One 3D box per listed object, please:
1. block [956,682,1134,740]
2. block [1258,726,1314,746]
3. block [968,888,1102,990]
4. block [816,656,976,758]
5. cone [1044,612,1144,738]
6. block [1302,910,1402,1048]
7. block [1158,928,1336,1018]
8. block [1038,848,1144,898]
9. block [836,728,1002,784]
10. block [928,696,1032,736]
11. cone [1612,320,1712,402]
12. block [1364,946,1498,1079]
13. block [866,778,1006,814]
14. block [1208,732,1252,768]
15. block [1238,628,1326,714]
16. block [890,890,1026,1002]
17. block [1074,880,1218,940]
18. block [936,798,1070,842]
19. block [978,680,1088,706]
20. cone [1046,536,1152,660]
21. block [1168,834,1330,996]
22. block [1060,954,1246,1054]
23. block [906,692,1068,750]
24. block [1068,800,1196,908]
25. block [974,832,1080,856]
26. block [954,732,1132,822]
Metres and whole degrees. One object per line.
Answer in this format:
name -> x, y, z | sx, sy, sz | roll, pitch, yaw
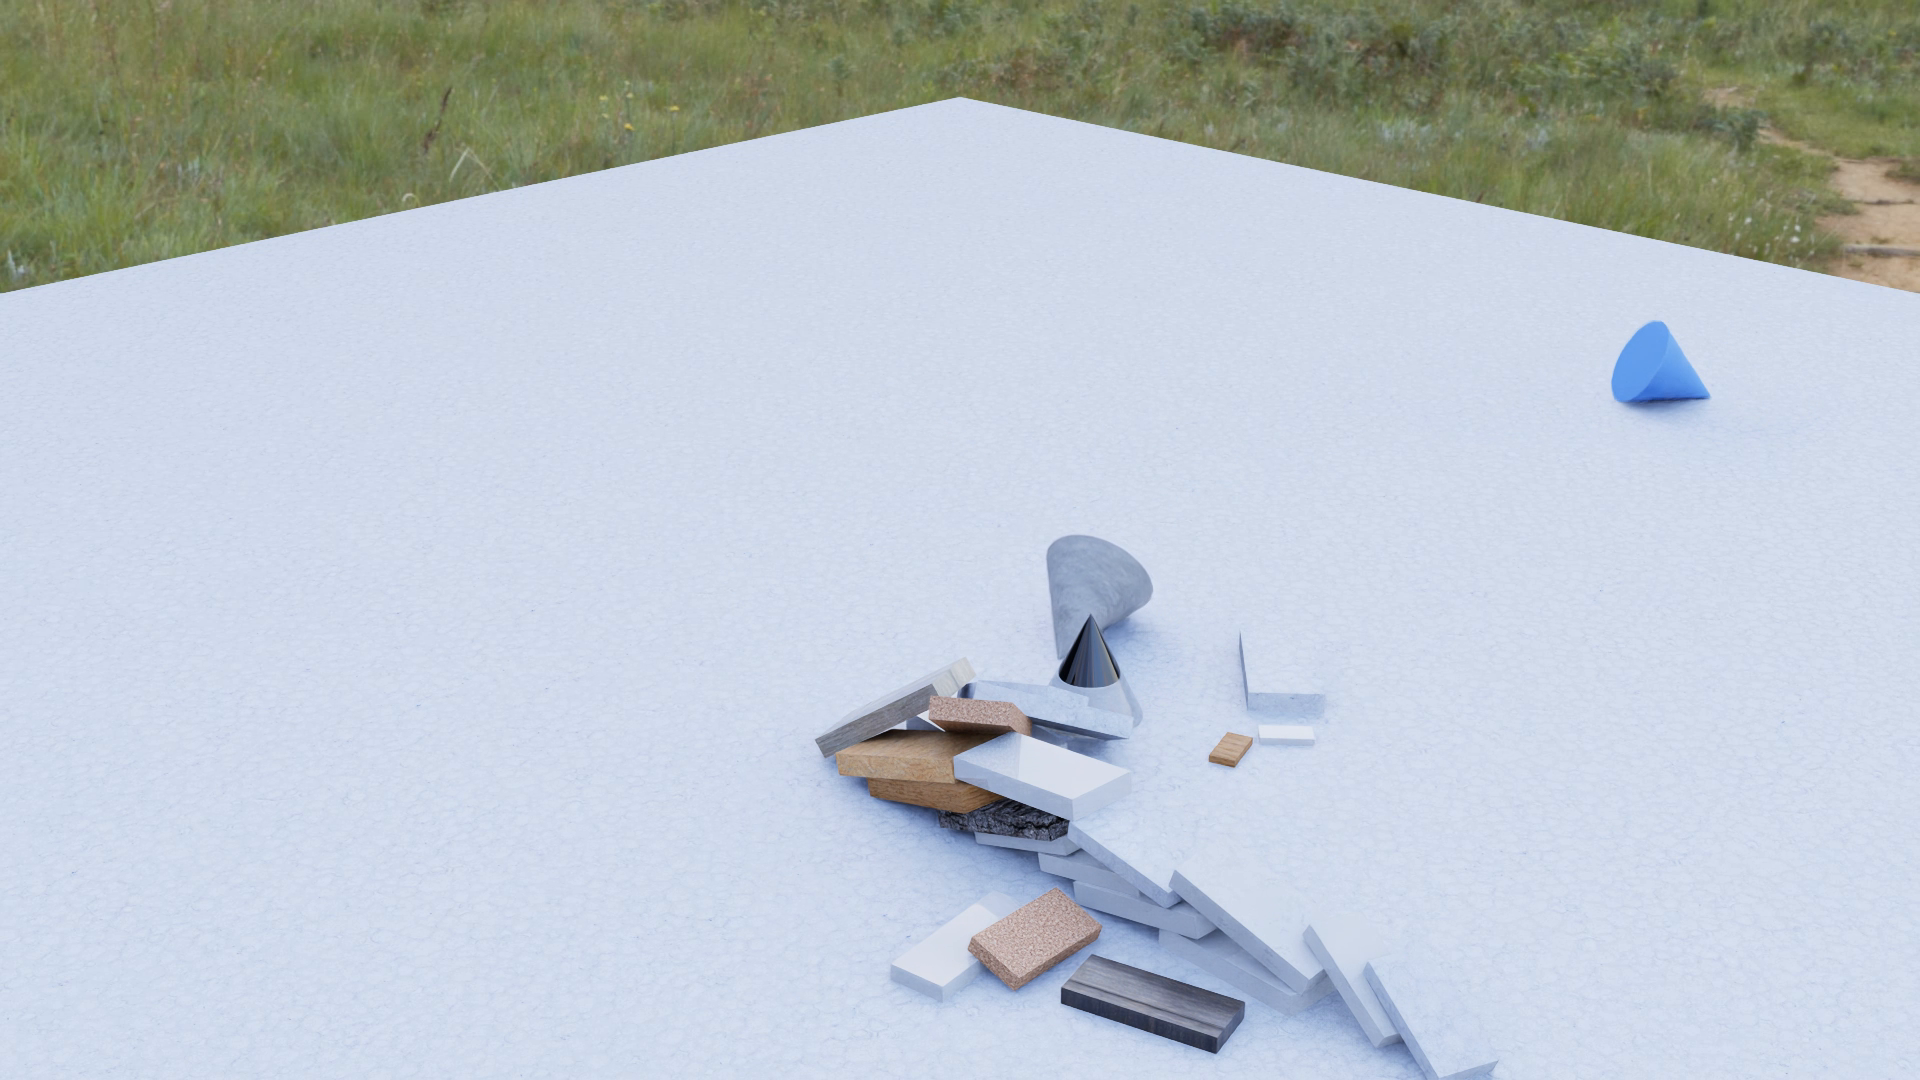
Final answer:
block -> 0.176, 0.362, 4.631 | 0.344, 0.047, 0.164 | 14, -9, -12
block -> 0.703, 0.422, 4.746 | 0.116, 0.016, 0.058 | 1, 23, 3
block -> 0.137, 0.719, 3.973 | 0.117, 0.033, 0.235 | 37, 38, 28
block -> -0.136, 0.353, 4.630 | 0.329, 0.047, 0.164 | -27, 4, 31
cone -> 0.284, 0.270, 4.814 | 0.243, 0.243, 0.243 | 0, 23, 0
block -> 0.705, 0.756, 3.795 | 0.119, 0.034, 0.238 | -7, 49, -31
block -> 0.524, 0.743, 3.954 | 0.154, 0.044, 0.309 | -20, 30, -38
block -> 0.286, 0.609, 4.154 | 0.129, 0.037, 0.258 | -20, 18, -40
block -> -0.078, 0.439, 4.491 | 0.336, 0.048, 0.168 | -2, 13, 45
block -> 0.045, 0.368, 4.488 | 0.164, 0.047, 0.328 | 4, -11, 10
cone -> 2.203, -0.494, 6.768 | 0.272, 0.272, 0.272 | 24, 20, -13
block -> 0.793, 0.802, 3.712 | 0.119, 0.034, 0.238 | -10, 47, -22
block -> -0.029, 0.487, 4.433 | 0.161, 0.046, 0.322 | -17, 11, -35
block -> 0.577, 0.447, 4.687 | 0.058, 0.016, 0.116 | 11, 25, 24
block -> 0.730, 0.294, 5.007 | 0.168, 0.048, 0.336 | 1, 23, 3
block -> 0.017, 0.733, 3.989 | 0.117, 0.033, 0.308 | 17, 28, 34
block -> 0.374, 0.657, 4.072 | 0.154, 0.044, 0.309 | -20, 17, -38
block -> 0.120, 0.526, 4.303 | 0.161, 0.046, 0.322 | -20, 12, -39
block -> 0.155, 0.337, 4.764 | 0.117, 0.033, 0.235 | 19, -11, -38
cone -> 0.280, 0.180, 5.179 | 0.272, 0.272, 0.272 | 11, 52, 24
block -> 0.538, 0.663, 3.907 | 0.309, 0.044, 0.154 | 38, 41, 27
block -> 0.334, 0.804, 3.822 | 0.296, 0.034, 0.119 | 13, 26, 27
block -> 0.054, 0.419, 4.712 | 0.168, 0.048, 0.336 | -18, 29, -36
block -> 0.334, 0.577, 4.055 | 0.129, 0.037, 0.258 | -18, 36, -38
block -> 0.160, 0.563, 4.287 | 0.129, 0.037, 0.258 | -20, 12, -39
block -> 0.157, 0.453, 4.245 | 0.161, 0.046, 0.322 | -20, 23, -40
